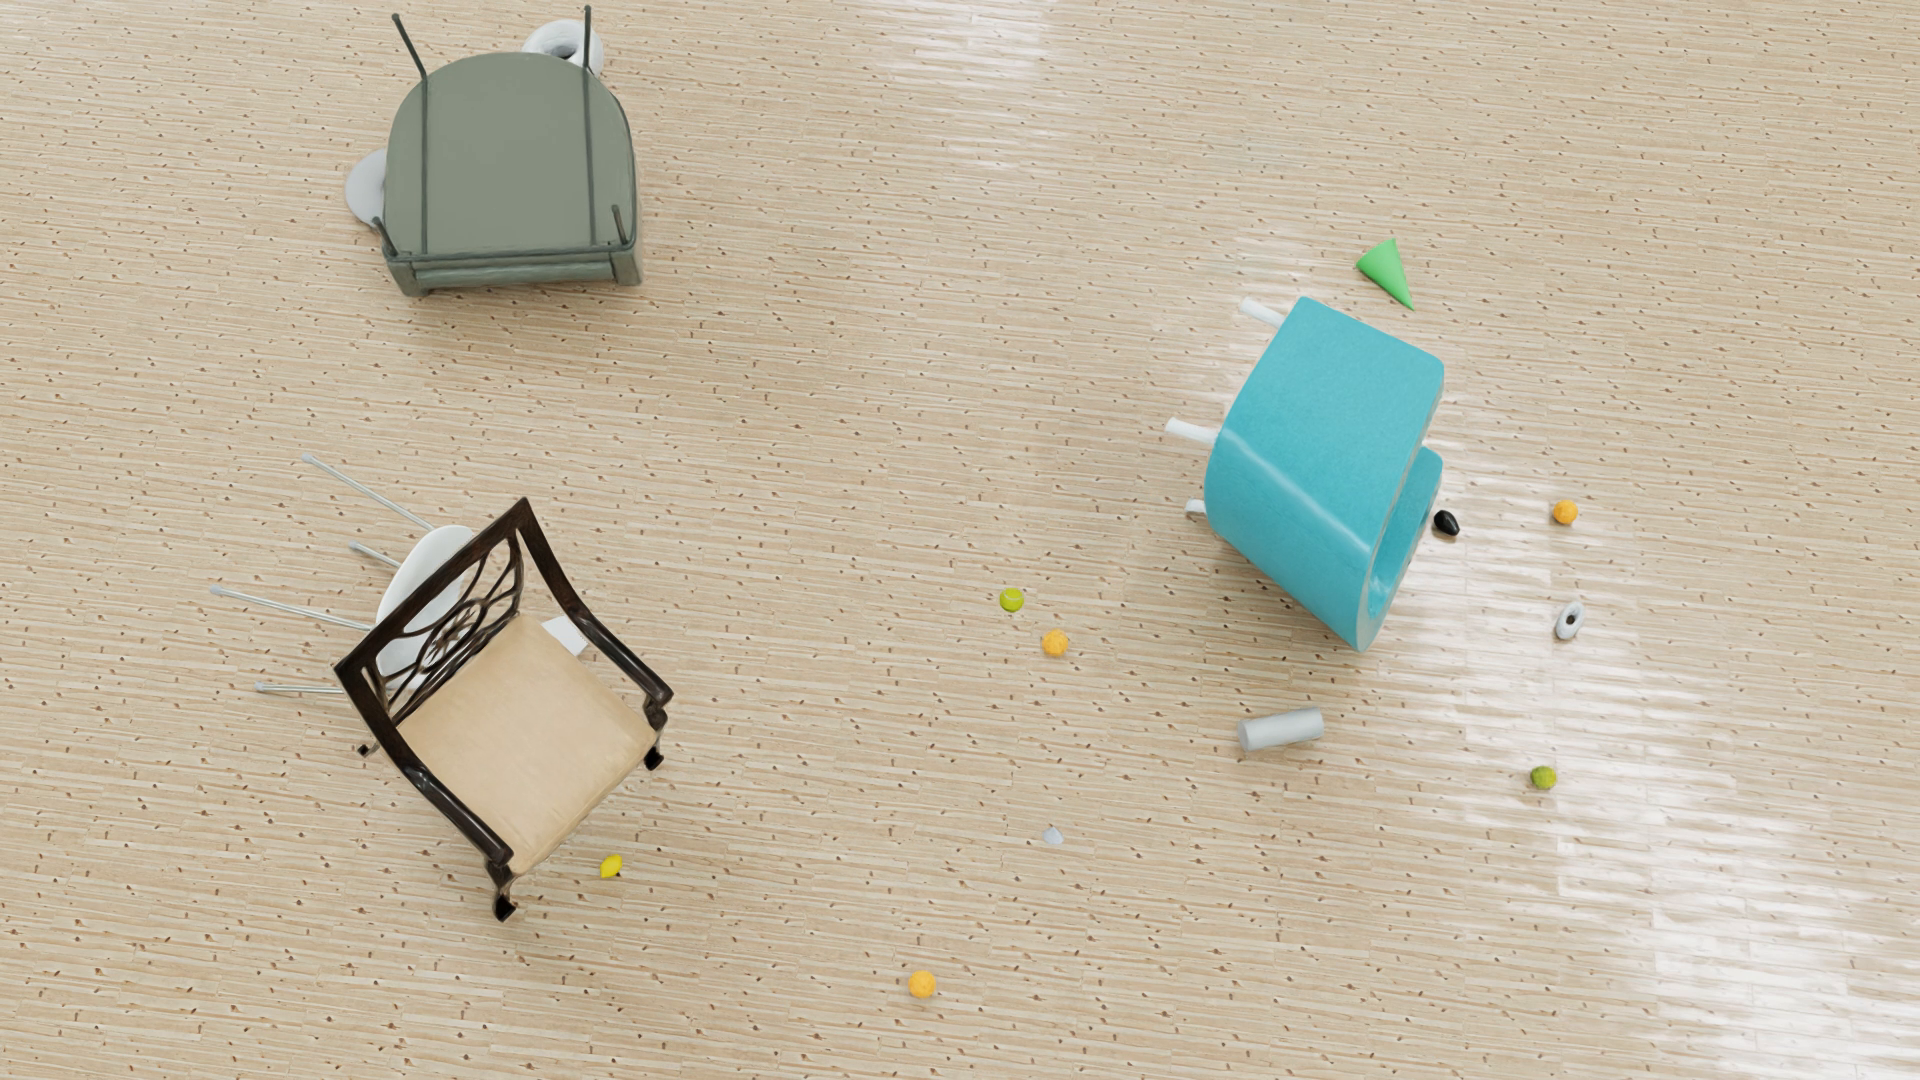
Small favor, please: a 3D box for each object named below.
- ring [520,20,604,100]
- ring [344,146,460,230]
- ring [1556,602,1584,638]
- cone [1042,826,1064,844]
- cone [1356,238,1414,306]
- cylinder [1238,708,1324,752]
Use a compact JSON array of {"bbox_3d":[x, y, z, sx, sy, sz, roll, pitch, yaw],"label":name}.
[{"bbox_3d":[-1.377,-1.662,7.604,0.282,0.146,0.316,21,60,15],"label":"ring"},{"bbox_3d":[-1.856,-1.174,7.322,0.378,0.059,0.373,23,59,11],"label":"ring"},{"bbox_3d":[1.773,0.232,6.390,0.068,0.048,0.133,27,62,15],"label":"ring"},{"bbox_3d":[0.255,0.795,6.002,0.062,0.063,0.047,23,59,14],"label":"cone"},{"bbox_3d":[1.405,-0.832,7.096,0.151,0.106,0.241,-33,83,9],"label":"cone"},{"bbox_3d":[0.897,0.530,6.154,0.219,0.109,0.085,-10,80,-7],"label":"cylinder"}]
